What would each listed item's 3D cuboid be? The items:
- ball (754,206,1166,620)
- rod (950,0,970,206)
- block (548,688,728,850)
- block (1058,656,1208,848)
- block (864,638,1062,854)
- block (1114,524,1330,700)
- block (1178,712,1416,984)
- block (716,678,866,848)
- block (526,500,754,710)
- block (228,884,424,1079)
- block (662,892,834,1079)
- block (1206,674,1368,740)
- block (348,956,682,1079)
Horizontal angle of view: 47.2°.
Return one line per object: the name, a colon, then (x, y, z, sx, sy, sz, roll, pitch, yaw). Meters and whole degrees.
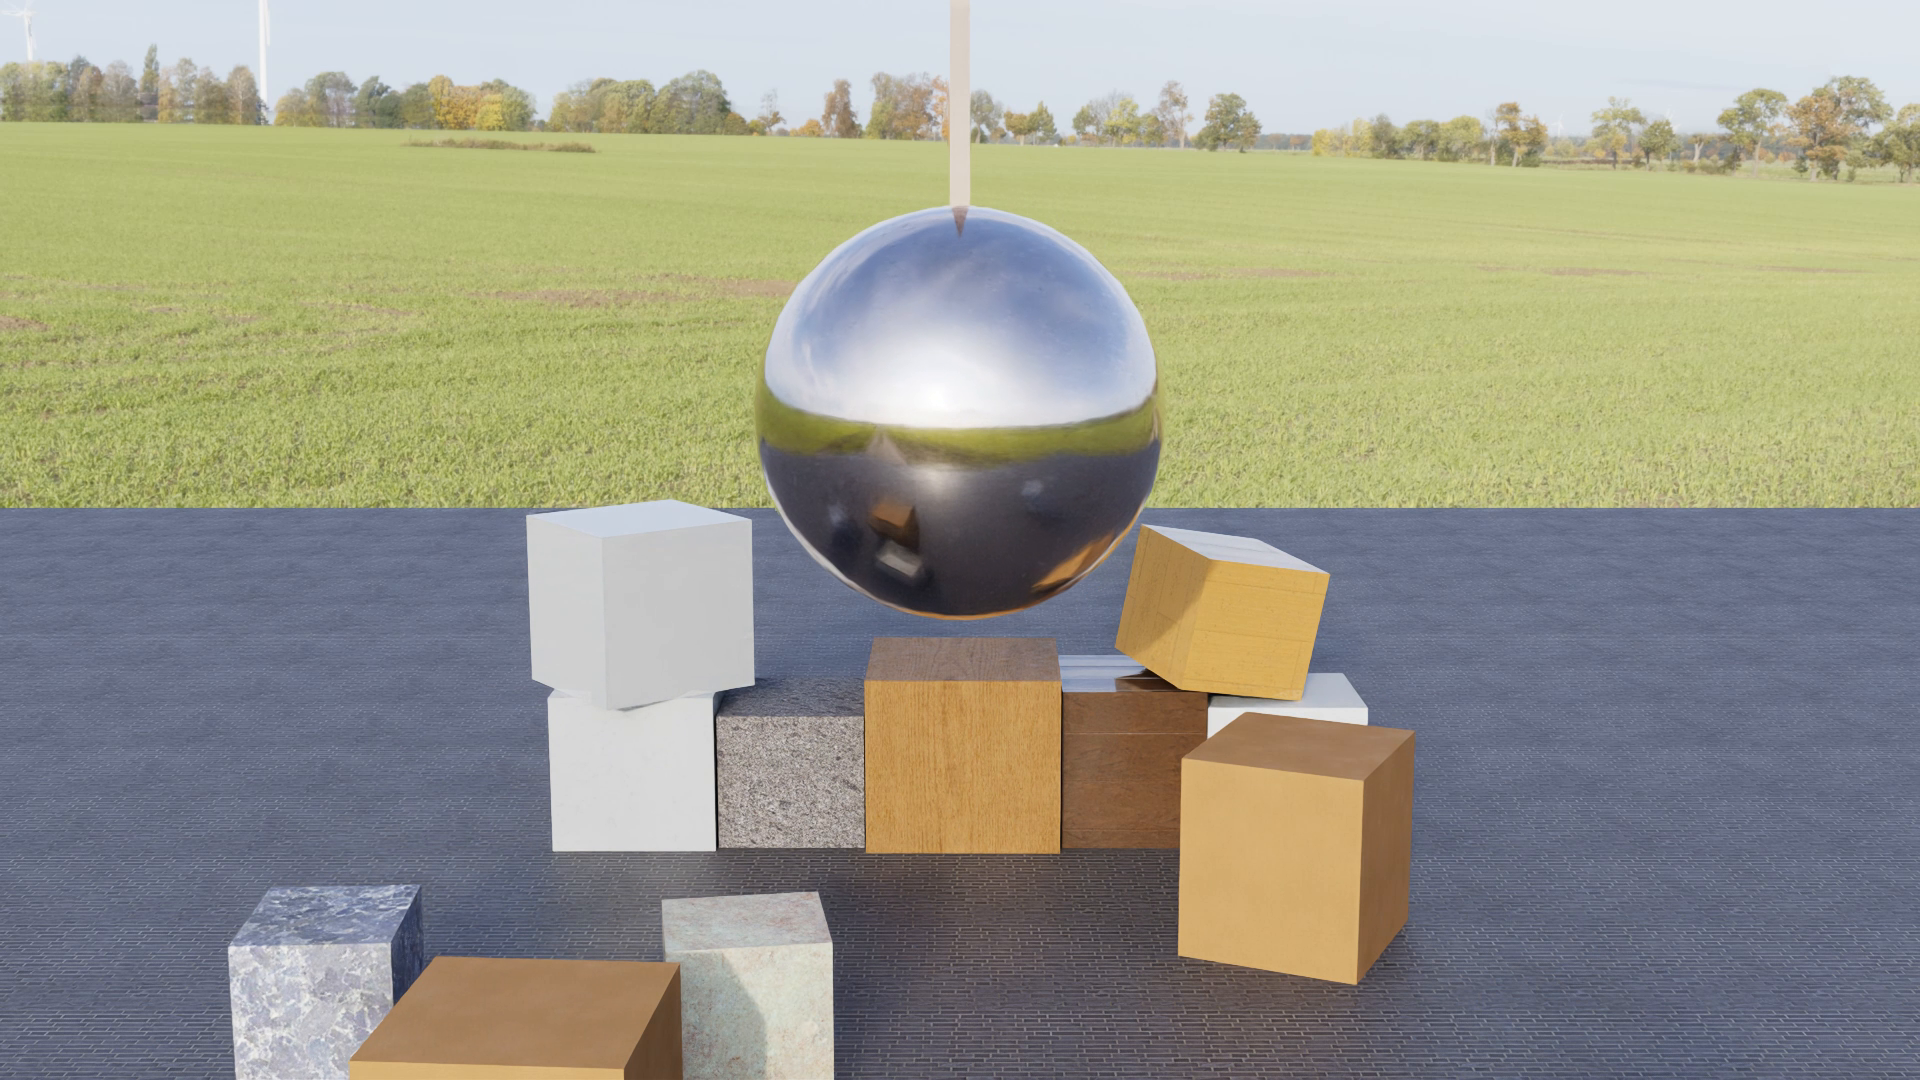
ball: (0.000, -0.489, 8.540, 1.600, 1.600, 1.600, 0, 10, 0)
rod: (0.000, -3.782, 9.387, 0.080, 5.200, 0.080, 0, -14, 0)
block: (-1.630, 1.087, 11.389, 0.815, 0.787, 0.923, 0, 10, 0)
block: (0.870, 1.081, 11.367, 0.718, 0.807, 0.791, 0, 10, 0)
block: (0.020, 1.042, 11.367, 0.969, 0.883, 0.965, 0, 10, 1)
block: (1.331, 0.365, 11.248, 0.700, 0.667, 0.746, 7, 11, -24)
block: (1.498, 1.335, 9.735, 0.796, 0.891, 0.871, 5, 11, 25)
block: (-0.846, 1.141, 11.393, 0.733, 0.679, 0.804, 0, 10, 0)
block: (-1.615, 0.304, 11.118, 0.839, 0.850, 0.797, -8, 13, -37)
block: (-2.387, 1.720, 8.367, 0.581, 0.621, 0.645, -1, 10, -4)
block: (-0.806, 1.732, 8.287, 0.602, 0.627, 0.560, -2, 10, -9)
block: (1.638, 1.123, 11.403, 0.799, 0.711, 0.730, 0, 10, 0)
block: (-1.407, 1.878, 7.157, 0.848, 0.744, 0.875, 1, 10, 4)
